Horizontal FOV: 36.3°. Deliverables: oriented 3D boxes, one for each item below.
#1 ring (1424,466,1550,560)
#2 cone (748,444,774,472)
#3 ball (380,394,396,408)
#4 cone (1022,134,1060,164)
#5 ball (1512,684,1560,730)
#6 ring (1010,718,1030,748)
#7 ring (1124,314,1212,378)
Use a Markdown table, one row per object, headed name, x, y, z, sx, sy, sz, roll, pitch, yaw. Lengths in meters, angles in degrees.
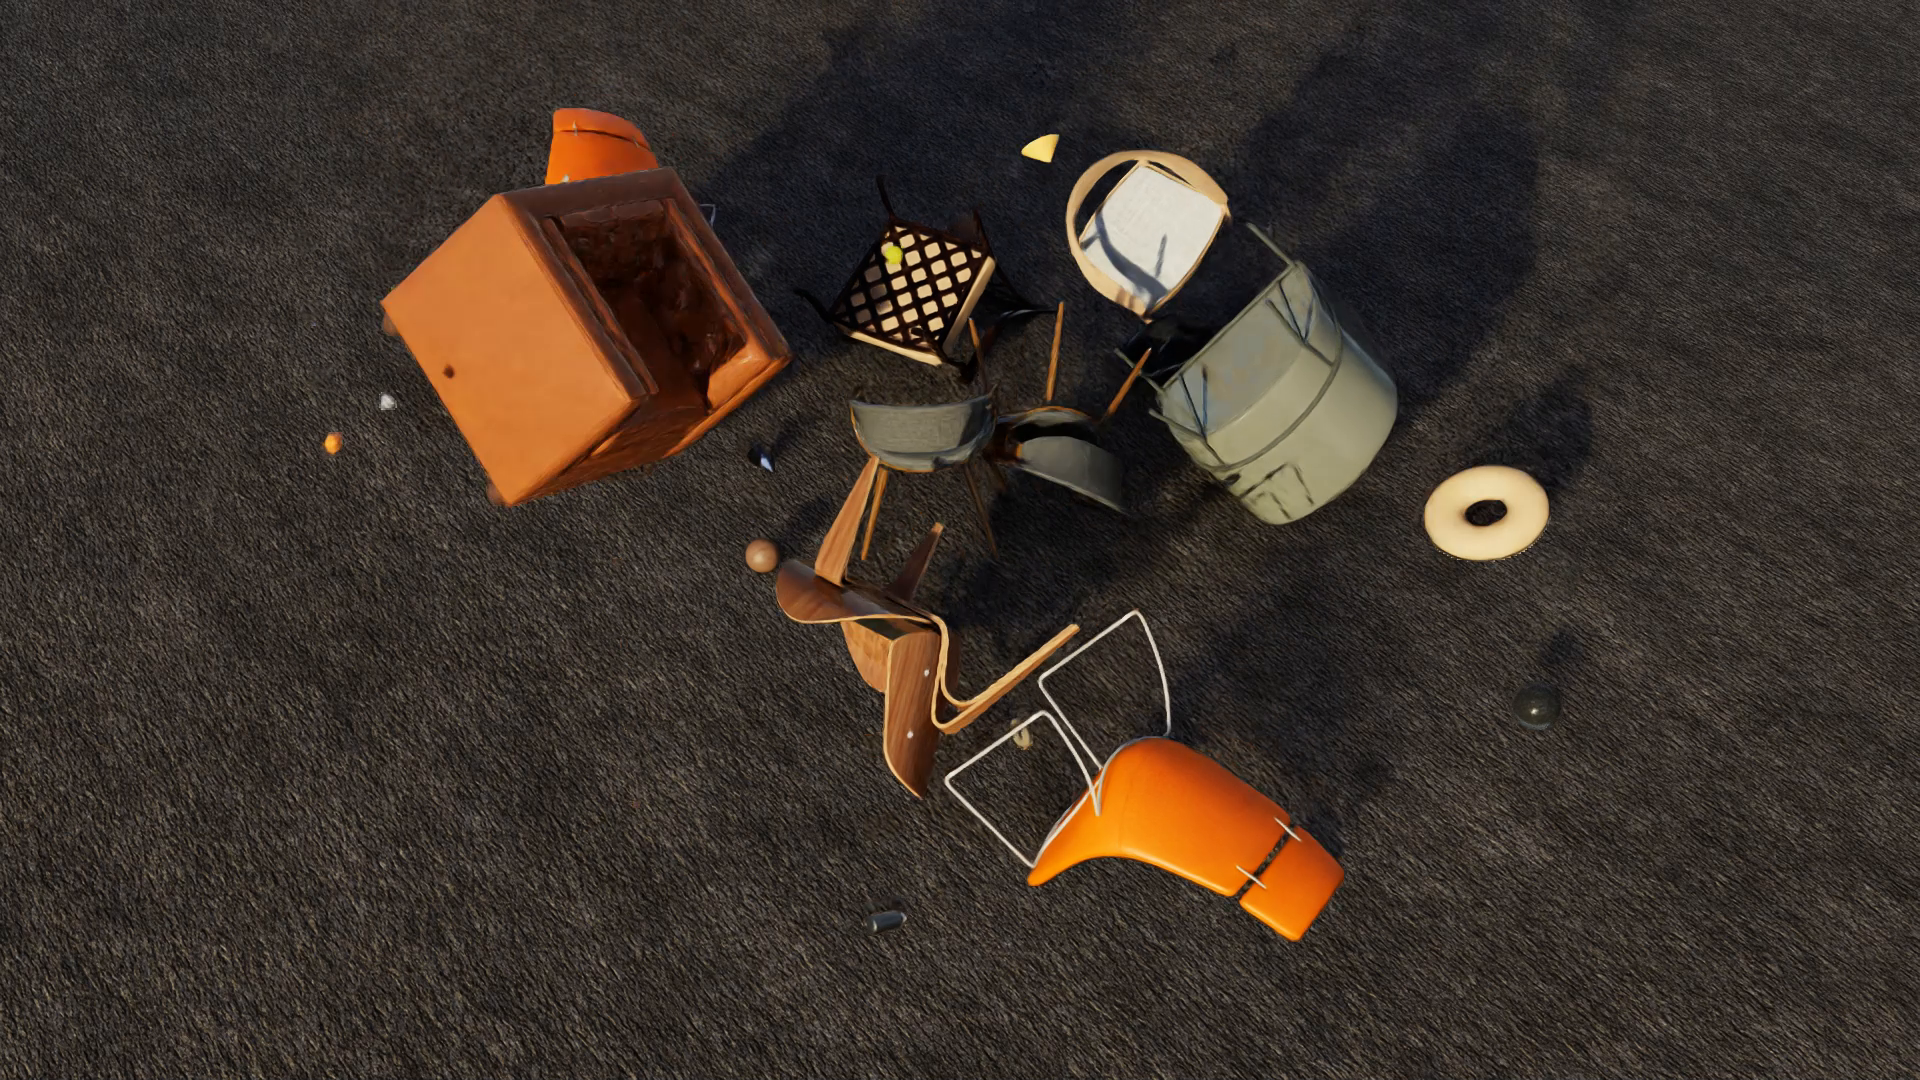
| name | x | y | z | sx | sy | sz | roll | pitch | yaw |
| --- | --- | --- | --- | --- | --- | --- | --- | --- | --- |
| ring | 1.953 | -0.103 | 10.879 | 0.465 | 0.119 | 0.403 | -5 | 56 | 18 |
| cone | -0.745 | -0.293 | 11.294 | 0.105 | 0.090 | 0.156 | 16 | 19 | -31 |
| ball | -1.980 | -0.480 | 10.145 | 0.051 | 0.051 | 0.051 | 0 | 33 | 0 |
| cone | 0.361 | -1.633 | 12.411 | 0.183 | 0.161 | 0.092 | -16 | 73 | -33 |
| ball | 1.956 | 0.566 | 9.941 | 0.160 | 0.160 | 0.160 | 0 | 33 | 0 |
| ring | 0.190 | 0.604 | 9.182 | 0.025 | 0.091 | 0.102 | -17 | 39 | -28 |
| ring | 0.847 | -0.790 | 11.899 | 0.448 | 0.279 | 0.116 | -16 | 48 | -37 |
